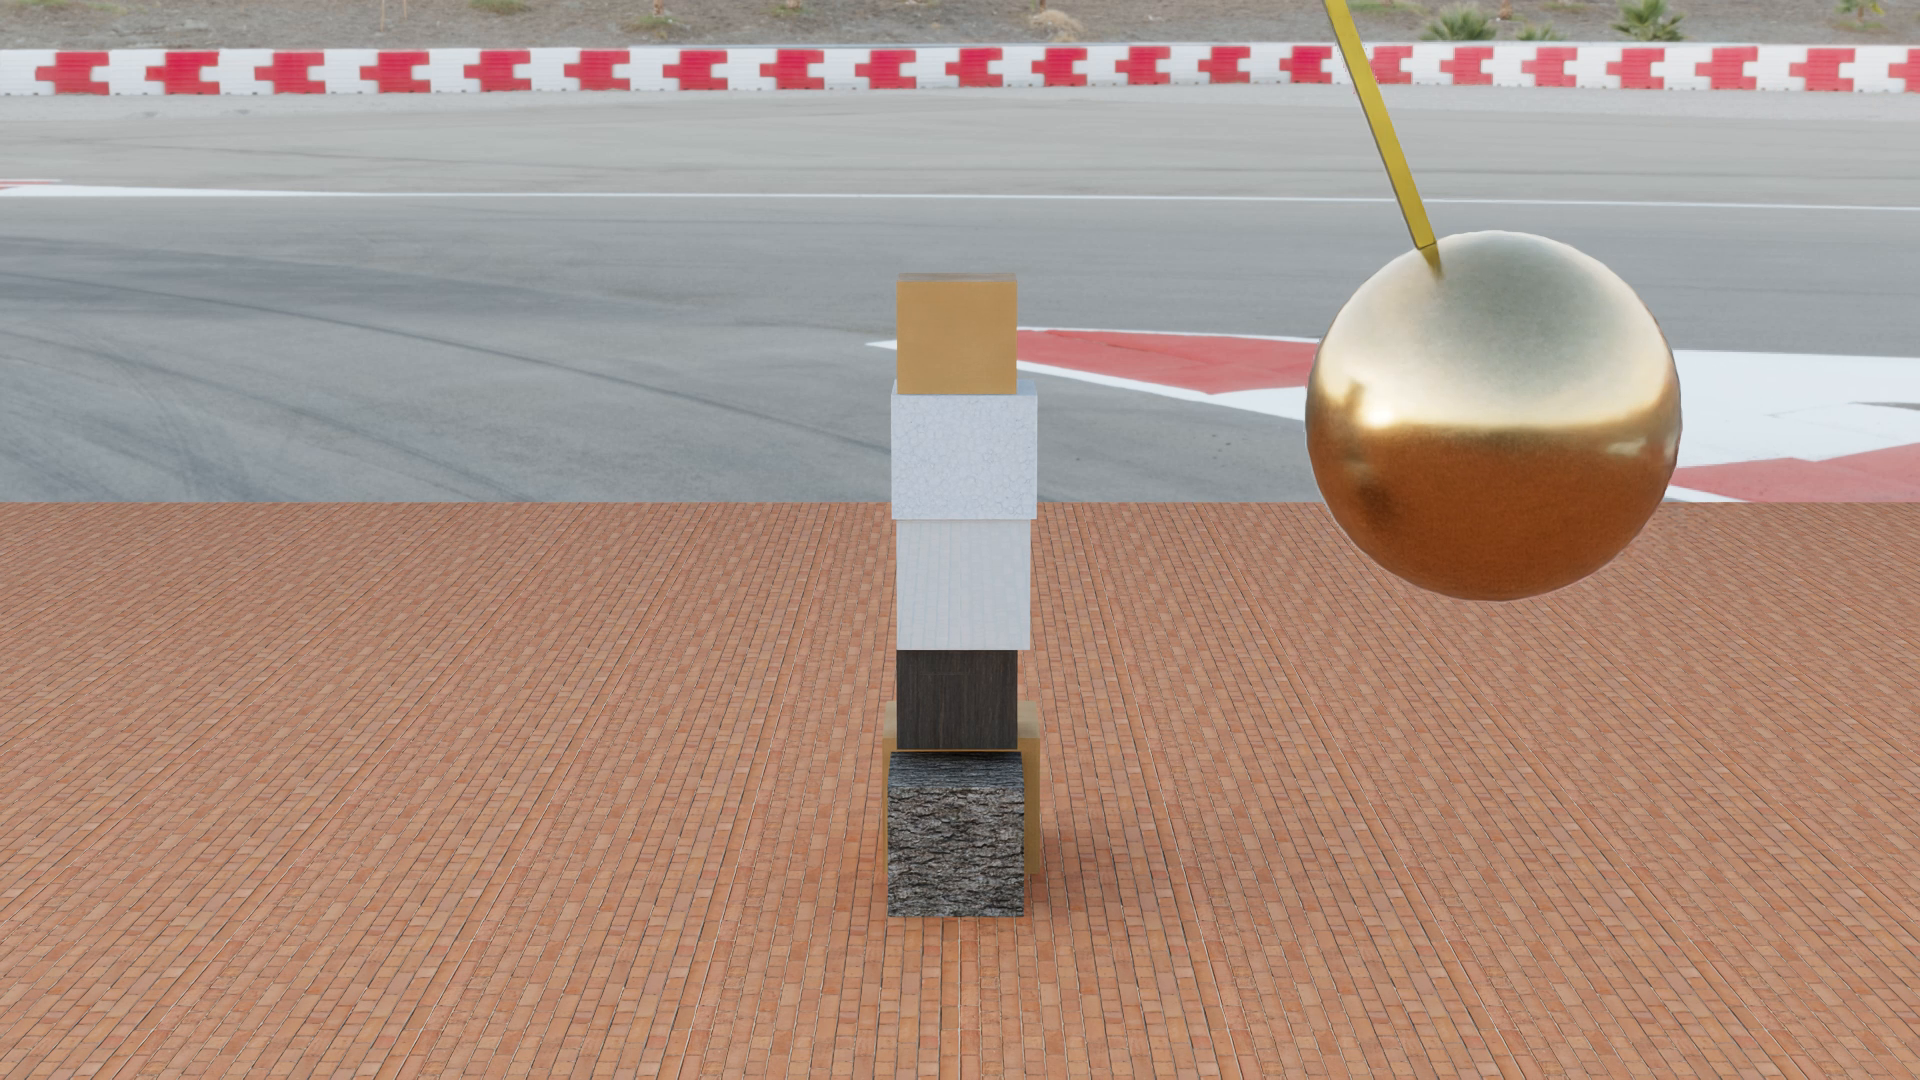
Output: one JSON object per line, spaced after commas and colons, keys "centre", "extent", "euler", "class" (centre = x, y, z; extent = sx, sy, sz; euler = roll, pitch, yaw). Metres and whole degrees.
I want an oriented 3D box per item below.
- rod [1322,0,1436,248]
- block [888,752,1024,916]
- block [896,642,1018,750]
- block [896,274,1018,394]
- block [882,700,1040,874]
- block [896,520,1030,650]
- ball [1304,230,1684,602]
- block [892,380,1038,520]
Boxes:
{"centre": [0.994, -3.624, 10.521], "extent": [0.080, 5.200, 0.080], "euler": [-22, 10, 4], "class": "rod"}
{"centre": [-0.018, 1.261, 11.057], "extent": [0.573, 0.564, 0.583], "euler": [0, 10, 0], "class": "block"}
{"centre": [-0.013, 0.644, 11.297], "extent": [0.522, 0.448, 0.481], "euler": [0, 10, 0], "class": "block"}
{"centre": [-0.013, -0.891, 11.018], "extent": [0.505, 0.473, 0.466], "euler": [0, 10, 0], "class": "block"}
{"centre": [0.006, 1.117, 11.685], "extent": [0.696, 0.622, 0.683], "euler": [0, 10, 0], "class": "block"}
{"centre": [0.015, 0.141, 11.206], "extent": [0.570, 0.573, 0.540], "euler": [0, 10, 0], "class": "block"}
{"centre": [2.295, -0.533, 11.083], "extent": [1.600, 1.600, 1.600], "euler": [0, 10, 0], "class": "ball"}
{"centre": [0.018, -0.399, 11.108], "extent": [0.614, 0.526, 0.584], "euler": [0, 10, 0], "class": "block"}
